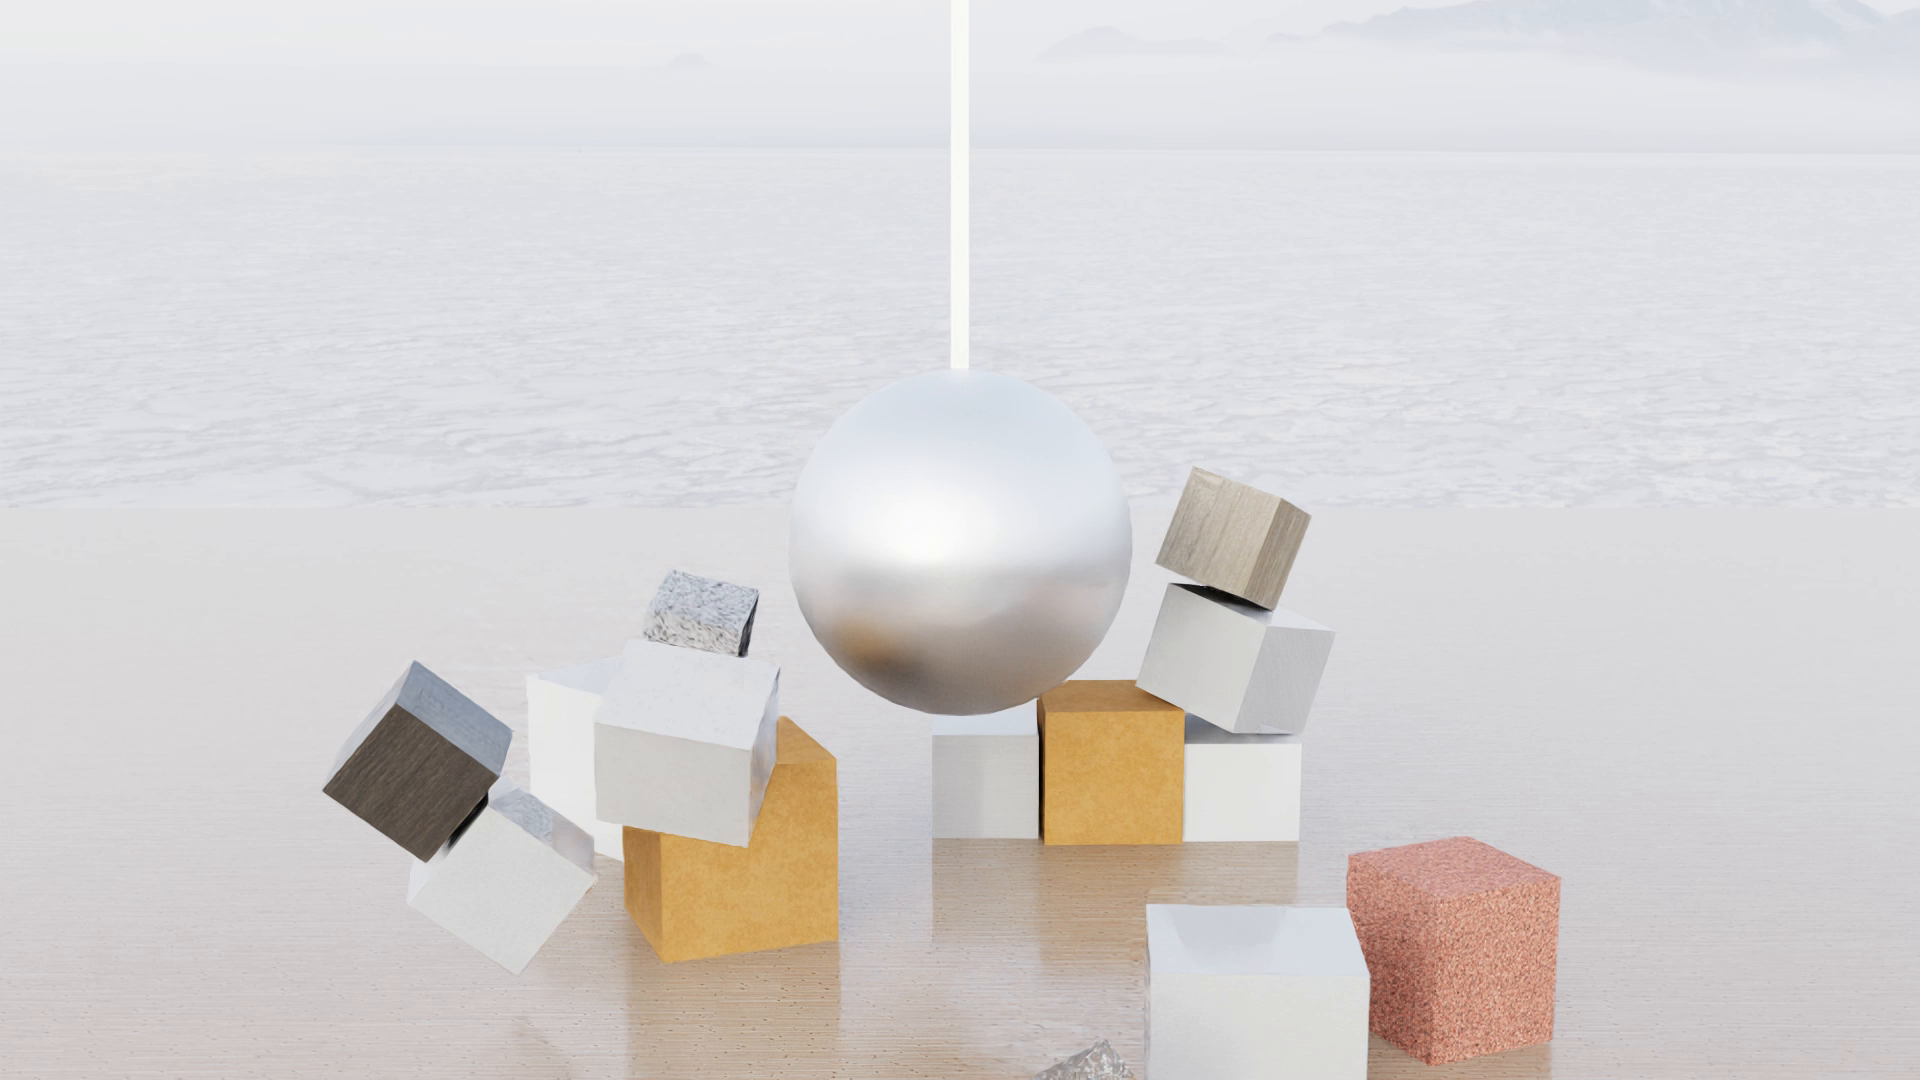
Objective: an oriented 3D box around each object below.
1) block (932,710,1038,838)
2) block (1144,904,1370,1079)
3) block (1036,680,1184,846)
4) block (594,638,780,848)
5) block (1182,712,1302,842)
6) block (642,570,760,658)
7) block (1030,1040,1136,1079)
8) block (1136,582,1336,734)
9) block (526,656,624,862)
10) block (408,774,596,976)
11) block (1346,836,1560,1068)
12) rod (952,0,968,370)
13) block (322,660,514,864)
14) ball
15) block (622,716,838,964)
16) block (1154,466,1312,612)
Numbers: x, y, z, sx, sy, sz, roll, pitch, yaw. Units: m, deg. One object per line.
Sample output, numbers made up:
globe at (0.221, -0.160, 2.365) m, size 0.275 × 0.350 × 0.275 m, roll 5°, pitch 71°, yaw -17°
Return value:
block at (0.128, 1.207, 11.408) m, size 0.540 × 0.544 × 0.506 m, roll 0°, pitch 10°, yaw 0°
block at (1.069, 1.767, 8.081) m, size 0.761 × 0.632 × 0.701 m, roll 1°, pitch 10°, yaw 3°
block at (0.764, 1.139, 11.368) m, size 0.696 × 0.692 × 0.660 m, roll 0°, pitch 10°, yaw -2°
block at (-1.058, 0.788, 8.553) m, size 0.603 × 0.539 × 0.478 m, roll 10°, pitch 40°, yaw 4°
block at (1.418, 1.223, 11.418) m, size 0.598 × 0.509 × 0.618 m, roll 0°, pitch 10°, yaw -1°
block at (-1.305, 0.510, 10.895) m, size 0.470 × 0.477 × 0.532 m, roll 13°, pitch 21°, yaw 0°
block at (0.365, 1.923, 6.994) m, size 0.370 × 0.420 × 0.440 m, roll -33°, pitch -6°, yaw -43°
block at (1.409, 0.605, 11.227) m, size 0.636 × 0.562 × 0.646 m, roll 25°, pitch 12°, yaw 40°
block at (-1.649, 1.088, 11.295) m, size 0.778 × 0.818 × 0.800 m, roll 9°, pitch 14°, yaw 42°
block at (-1.883, 1.360, 9.077) m, size 0.539 × 0.518 × 0.460 m, roll 38°, pitch 5°, yaw -17°
block at (1.948, 1.621, 8.756) m, size 0.585 × 0.677 × 0.587 m, roll -5°, pitch 11°, yaw -25°
rod at (0.000, -3.386, 10.119) m, size 0.080 × 5.200 × 0.080 m, roll 0°, pitch 1°, yaw 0°
block at (-2.184, 0.891, 8.903) m, size 0.504 × 0.478 × 0.489 m, roll 39°, pitch 10°, yaw -15°
ball at (0.000, 0.014, 10.154) m, size 1.600 × 1.600 × 1.600 m, roll 0°, pitch 10°, yaw 0°
block at (-1.046, 1.329, 9.913) m, size 0.793 × 0.838 × 0.773 m, roll -4°, pitch 11°, yaw -21°
block at (1.384, -0.002, 11.108) m, size 0.493 × 0.524 × 0.531 m, roll 22°, pitch 1°, yaw 27°
